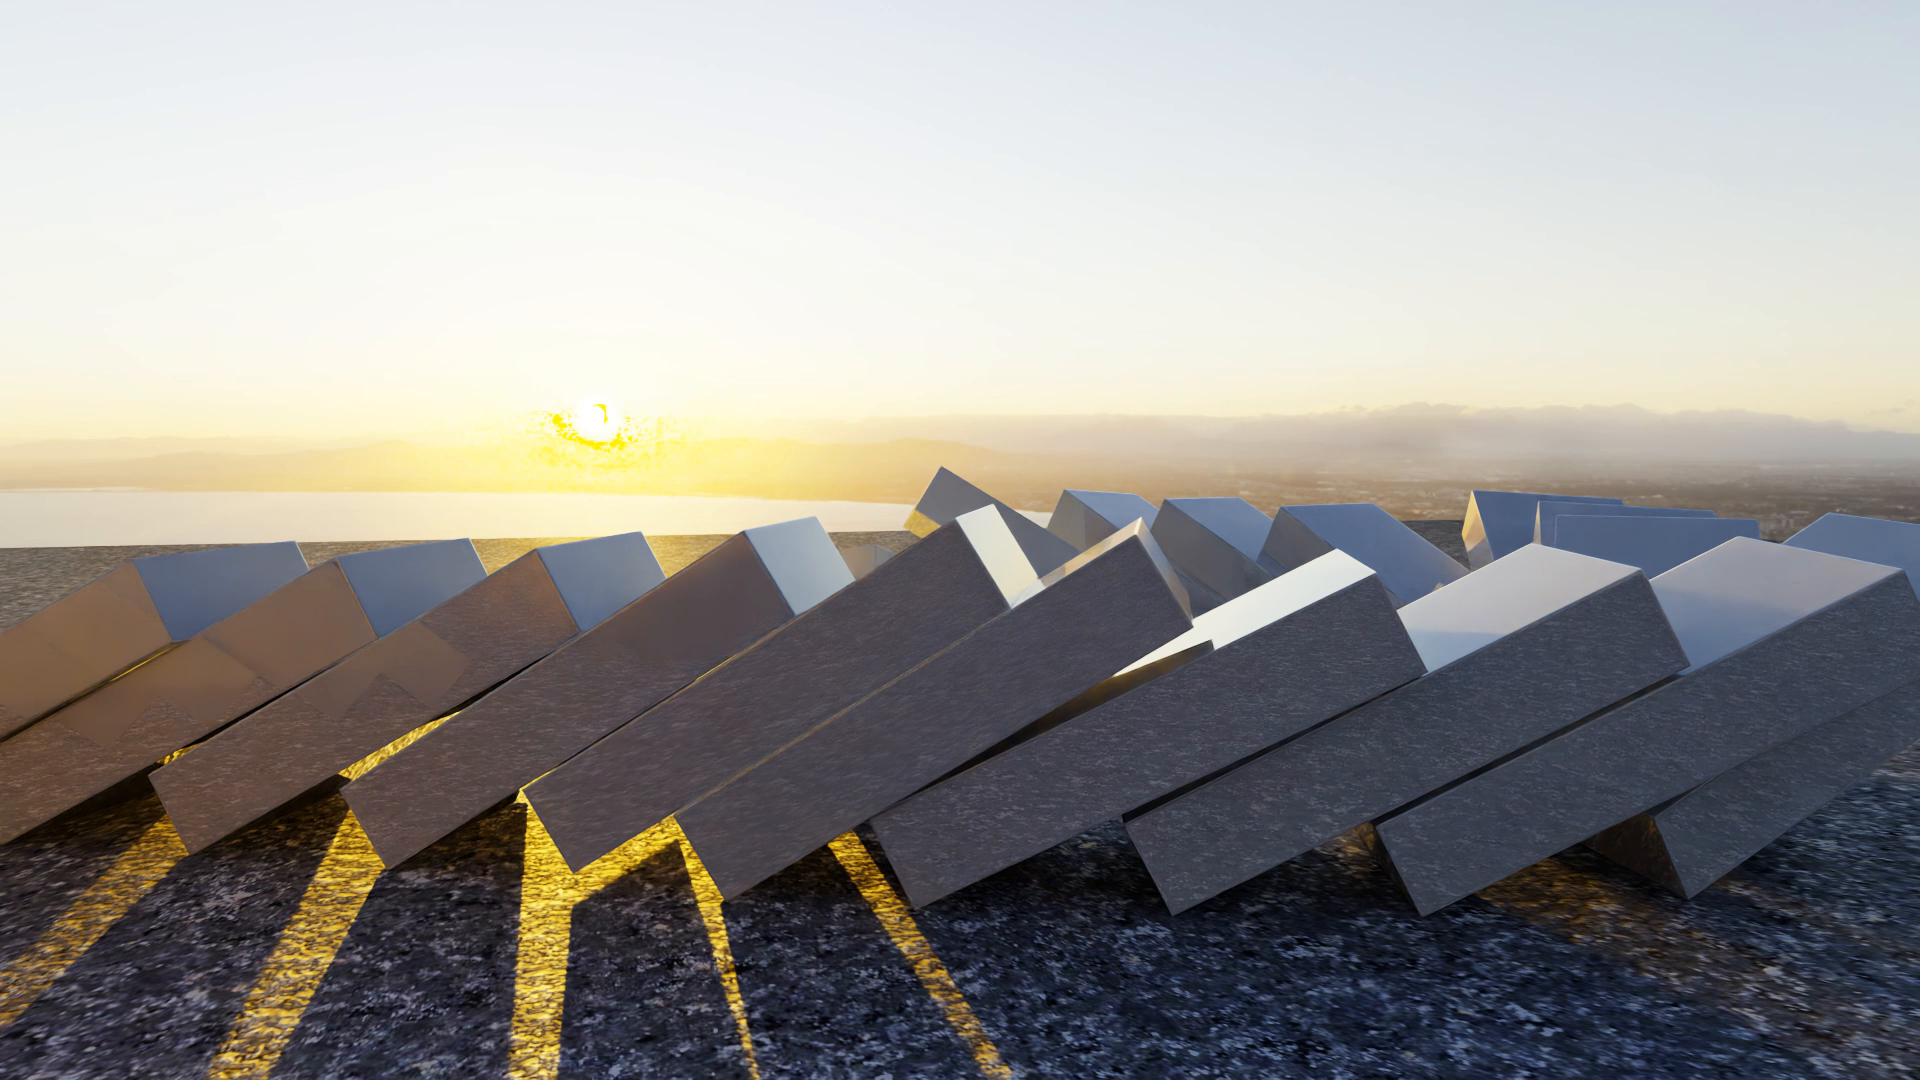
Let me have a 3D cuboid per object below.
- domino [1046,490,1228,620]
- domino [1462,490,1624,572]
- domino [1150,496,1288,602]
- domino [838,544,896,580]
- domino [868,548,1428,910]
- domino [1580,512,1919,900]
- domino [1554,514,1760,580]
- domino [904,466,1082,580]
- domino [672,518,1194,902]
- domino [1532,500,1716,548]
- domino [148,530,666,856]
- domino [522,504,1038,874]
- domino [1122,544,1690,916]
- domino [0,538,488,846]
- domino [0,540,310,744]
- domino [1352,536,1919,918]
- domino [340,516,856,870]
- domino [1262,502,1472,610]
[{"bbox_3d":[0.044,0.006,0.260,0.025,0.009,0.050,1,30,-46],"label":"domino"},{"bbox_3d":[0.099,0.010,0.208,0.025,0.009,0.050,4,34,9],"label":"domino"},{"bbox_3d":[0.062,0.008,0.245,0.025,0.010,0.050,-3,33,-43],"label":"domino"},{"bbox_3d":[-0.011,0.013,0.196,0.025,0.009,0.050,-8,-19,26],"label":"domino"},{"bbox_3d":[0.018,0.017,0.125,0.050,0.010,0.025,-27,0,10],"label":"domino"},{"bbox_3d":[0.084,0.015,0.134,0.050,0.009,0.025,-31,14,-8],"label":"domino"},{"bbox_3d":[0.089,0.014,0.164,0.025,0.009,0.050,2,33,26],"label":"domino"},{"bbox_3d":[0.014,0.005,0.245,0.050,0.009,0.025,31,-9,-3],"label":"domino"},{"bbox_3d":[-0.001,0.016,0.127,0.050,0.010,0.025,-32,-1,10],"label":"domino"},{"bbox_3d":[0.098,0.012,0.186,0.025,0.010,0.050,4,34,20],"label":"domino"},{"bbox_3d":[-0.058,0.016,0.140,0.050,0.009,0.025,-29,-1,10],"label":"domino"},{"bbox_3d":[-0.017,0.014,0.131,0.050,0.009,0.025,-32,-1,10],"label":"domino"},{"bbox_3d":[0.040,0.017,0.125,0.050,0.010,0.025,-28,3,5],"label":"domino"},{"bbox_3d":[-0.080,0.016,0.144,0.050,0.009,0.025,-27,0,10],"label":"domino"},{"bbox_3d":[-0.102,0.016,0.146,0.050,0.010,0.025,-26,0,10],"label":"domino"},{"bbox_3d":[0.062,0.017,0.125,0.050,0.010,0.025,-28,5,5],"label":"domino"},{"bbox_3d":[-0.037,0.015,0.136,0.050,0.009,0.025,-32,-1,10],"label":"domino"},{"bbox_3d":[0.081,0.010,0.229,0.025,0.009,0.050,-3,32,-30],"label":"domino"}]
